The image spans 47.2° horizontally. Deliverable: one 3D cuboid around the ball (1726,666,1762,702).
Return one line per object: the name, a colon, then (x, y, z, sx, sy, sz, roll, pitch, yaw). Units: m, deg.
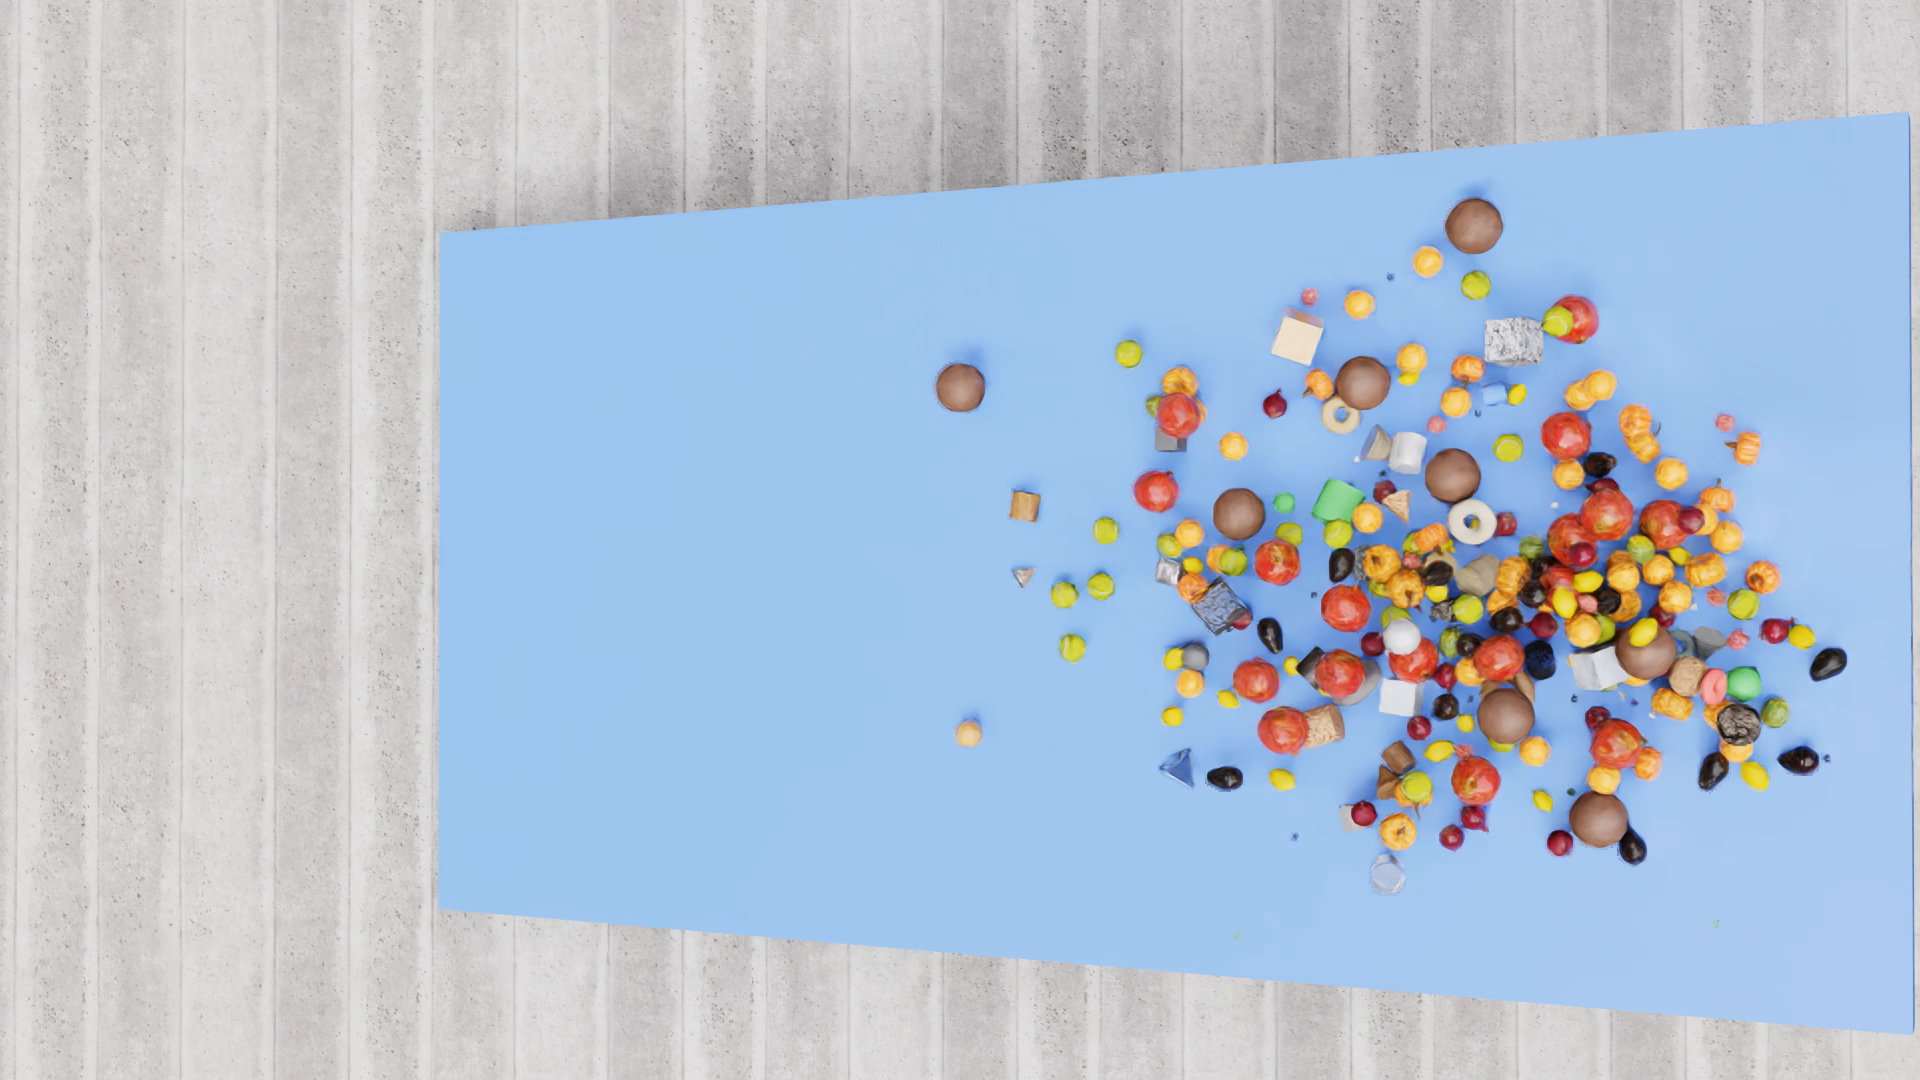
ball: (1.731, 0.317, 4.859, 0.078, 0.078, 0.078, 0, 89, 0)

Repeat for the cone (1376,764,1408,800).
cone: (1.016, 0.563, 5.242, 0.079, 0.079, 0.079, -17, 52, 0)

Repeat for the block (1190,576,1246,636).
block: (0.621, 0.159, 5.292, 0.096, 0.096, 0.096, -39, 92, 8)

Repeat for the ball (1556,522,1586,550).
ball: (1.401, -0.009, 5.045, 0.066, 0.066, 0.066, 0, 89, 0)

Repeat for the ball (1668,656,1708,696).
ball: (1.616, 0.303, 4.874, 0.090, 0.090, 0.090, 0, 89, 0)

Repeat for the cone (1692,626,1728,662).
cone: (1.669, 0.248, 4.929, 0.077, 0.077, 0.077, 10, 124, 0)

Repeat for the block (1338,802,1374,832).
block: (0.947, 0.663, 5.260, 0.060, 0.060, 0.060, -13, 84, 25)

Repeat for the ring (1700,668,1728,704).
ring: (1.652, 0.321, 4.817, 0.083, 0.028, 0.083, -8, 103, -40)

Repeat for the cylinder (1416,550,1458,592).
cylinder: (1.117, 0.073, 5.158, 0.076, 0.076, 0.076, 3, 70, -7)

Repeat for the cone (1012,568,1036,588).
cone: (0.172, 0.086, 5.662, 0.058, 0.058, 0.058, -32, 89, -6)

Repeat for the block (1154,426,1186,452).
block: (0.524, -0.252, 5.475, 0.062, 0.062, 0.062, 0, 90, 26)

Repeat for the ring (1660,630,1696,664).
ring: (1.619, 0.240, 4.957, 0.079, 0.026, 0.079, 1, 92, 26)

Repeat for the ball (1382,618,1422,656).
ball: (1.019, 0.223, 5.071, 0.087, 0.087, 0.087, 0, 89, 0)

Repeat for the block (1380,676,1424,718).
block: (1.046, 0.371, 5.204, 0.080, 0.080, 0.080, 7, 93, 26)

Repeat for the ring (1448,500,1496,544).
ring: (1.185, -0.042, 5.091, 0.113, 0.038, 0.113, 10, 117, 19)

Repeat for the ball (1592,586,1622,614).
ball: (1.448, 0.136, 4.921, 0.062, 0.062, 0.062, 0, 89, 0)

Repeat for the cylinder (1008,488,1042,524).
cylinder: (0.167, -0.087, 5.640, 0.070, 0.070, 0.070, 23, 70, 0)

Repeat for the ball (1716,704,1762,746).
ball: (1.706, 0.405, 4.816, 0.095, 0.095, 0.095, 0, 89, 0)

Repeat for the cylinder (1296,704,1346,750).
cylinder: (0.866, 0.448, 5.285, 0.091, 0.091, 0.091, -20, 89, 25)

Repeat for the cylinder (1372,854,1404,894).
cylinder: (1.013, 0.792, 5.208, 0.076, 0.076, 0.076, 2, 100, 11)

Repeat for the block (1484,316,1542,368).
block: (1.275, -0.455, 5.067, 0.094, 0.094, 0.094, -3, 83, 44)

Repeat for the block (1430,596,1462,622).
block: (1.143, 0.160, 5.173, 0.052, 0.052, 0.052, 14, 96, 31)

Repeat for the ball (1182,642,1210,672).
ball: (0.582, 0.289, 5.428, 0.070, 0.070, 0.070, 0, 89, 0)

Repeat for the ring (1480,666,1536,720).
ring: (1.274, 0.354, 5.114, 0.127, 0.042, 0.127, 0, 89, 22)

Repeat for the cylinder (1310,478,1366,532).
cylinder: (0.903, -0.083, 5.250, 0.098, 0.098, 0.098, 27, 89, 0)

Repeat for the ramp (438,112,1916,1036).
ramp: (0.281, 0.081, 5.679, 4.000, 0.100, 2.000, 0, 89, 26)

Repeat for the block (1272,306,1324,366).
block: (0.811, -0.490, 5.280, 0.095, 0.095, 0.095, 19, 113, 3)

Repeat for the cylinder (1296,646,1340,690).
cylinder: (0.855, 0.306, 5.266, 0.075, 0.075, 0.075, 43, 99, 0)

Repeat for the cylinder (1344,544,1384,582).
cylinder: (0.964, 0.056, 5.254, 0.069, 0.069, 0.069, -26, 77, 0)

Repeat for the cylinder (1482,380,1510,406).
cylinder: (1.246, -0.341, 5.106, 0.052, 0.052, 0.052, -14, 89, 26)

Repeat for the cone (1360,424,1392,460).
cone: (1.020, -0.213, 5.244, 0.098, 0.098, 0.098, 24, 89, -3)

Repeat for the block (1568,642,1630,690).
block: (1.433, 0.282, 4.930, 0.083, 0.083, 0.083, -19, 95, -22)

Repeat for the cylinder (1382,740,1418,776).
cylinder: (1.041, 0.518, 5.209, 0.062, 0.062, 0.062, -36, 65, 0)

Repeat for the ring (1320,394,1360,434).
ring: (0.918, -0.303, 5.301, 0.099, 0.033, 0.099, 0, 91, 25)

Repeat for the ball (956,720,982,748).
ball: (0.024, 0.503, 5.705, 0.070, 0.070, 0.070, 0, 89, 0)

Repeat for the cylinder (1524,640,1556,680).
cylinder: (1.335, 0.277, 5.060, 0.065, 0.065, 0.065, -12, 50, 16)

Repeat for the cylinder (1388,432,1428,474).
cylinder: (1.057, -0.205, 5.194, 0.078, 0.078, 0.078, 14, 76, 0)

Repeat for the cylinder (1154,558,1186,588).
cylinder: (0.524, 0.081, 5.471, 0.061, 0.061, 0.061, 14, 89, 25)

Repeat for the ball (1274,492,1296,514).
ball: (0.790, -0.090, 5.349, 0.054, 0.054, 0.054, 0, 89, 0)

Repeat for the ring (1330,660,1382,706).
ring: (0.941, 0.340, 5.232, 0.139, 0.139, 0.046, -42, 106, 0)
